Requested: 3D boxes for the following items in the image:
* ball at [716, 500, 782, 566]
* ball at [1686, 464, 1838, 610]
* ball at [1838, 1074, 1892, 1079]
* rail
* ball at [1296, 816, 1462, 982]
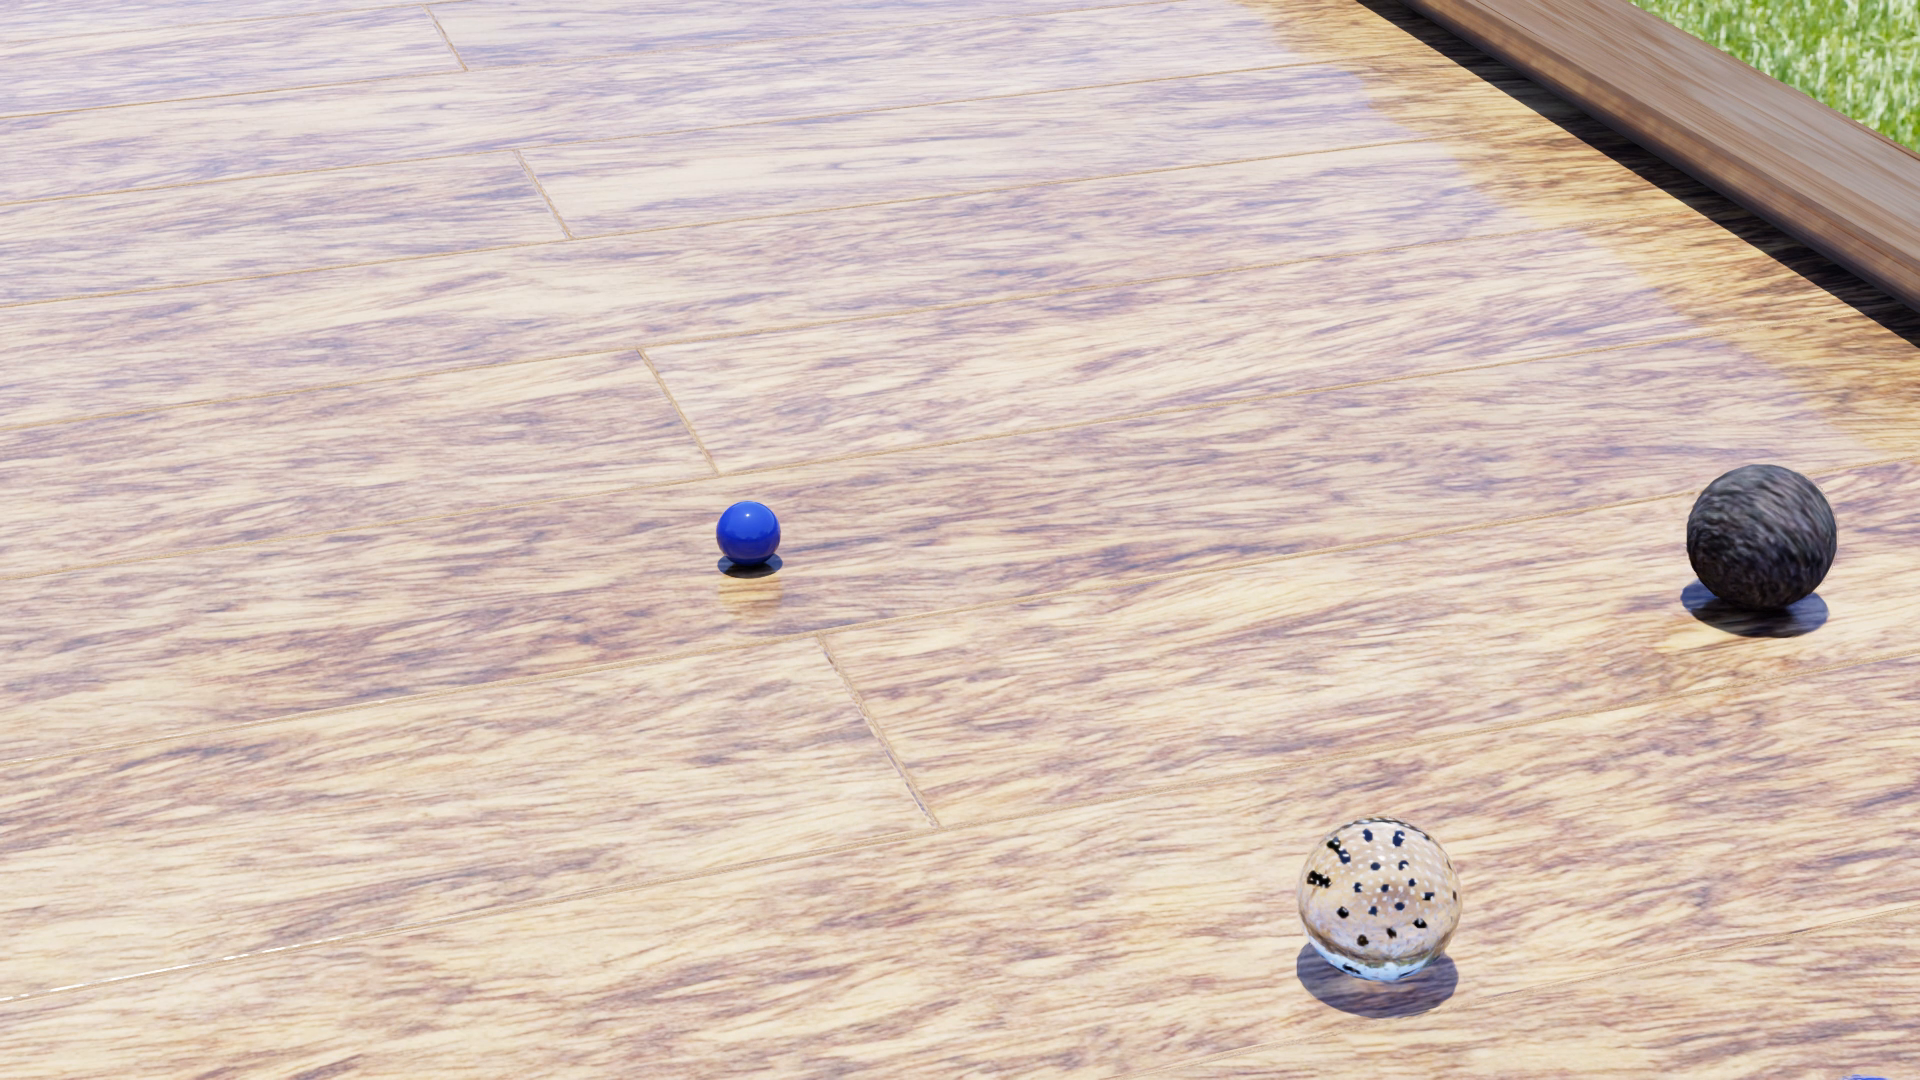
[{"bbox_3d":[-0.142,-0.004,1.976,0.044,0.044,0.044,0,27,0],"label":"ball"},{"bbox_3d":[0.521,-0.002,1.914,0.095,0.095,0.095,0,27,0],"label":"ball"},{"bbox_3d":[0.422,0.286,1.366,0.074,0.074,0.074,0,27,0],"label":"ball"},{"bbox_3d":[0.555,-0.502,2.875,0.045,0.124,3.287,-9,28,-17],"label":"rail"},{"bbox_3d":[0.220,0.189,1.545,0.086,0.086,0.086,0,27,0],"label":"ball"}]
